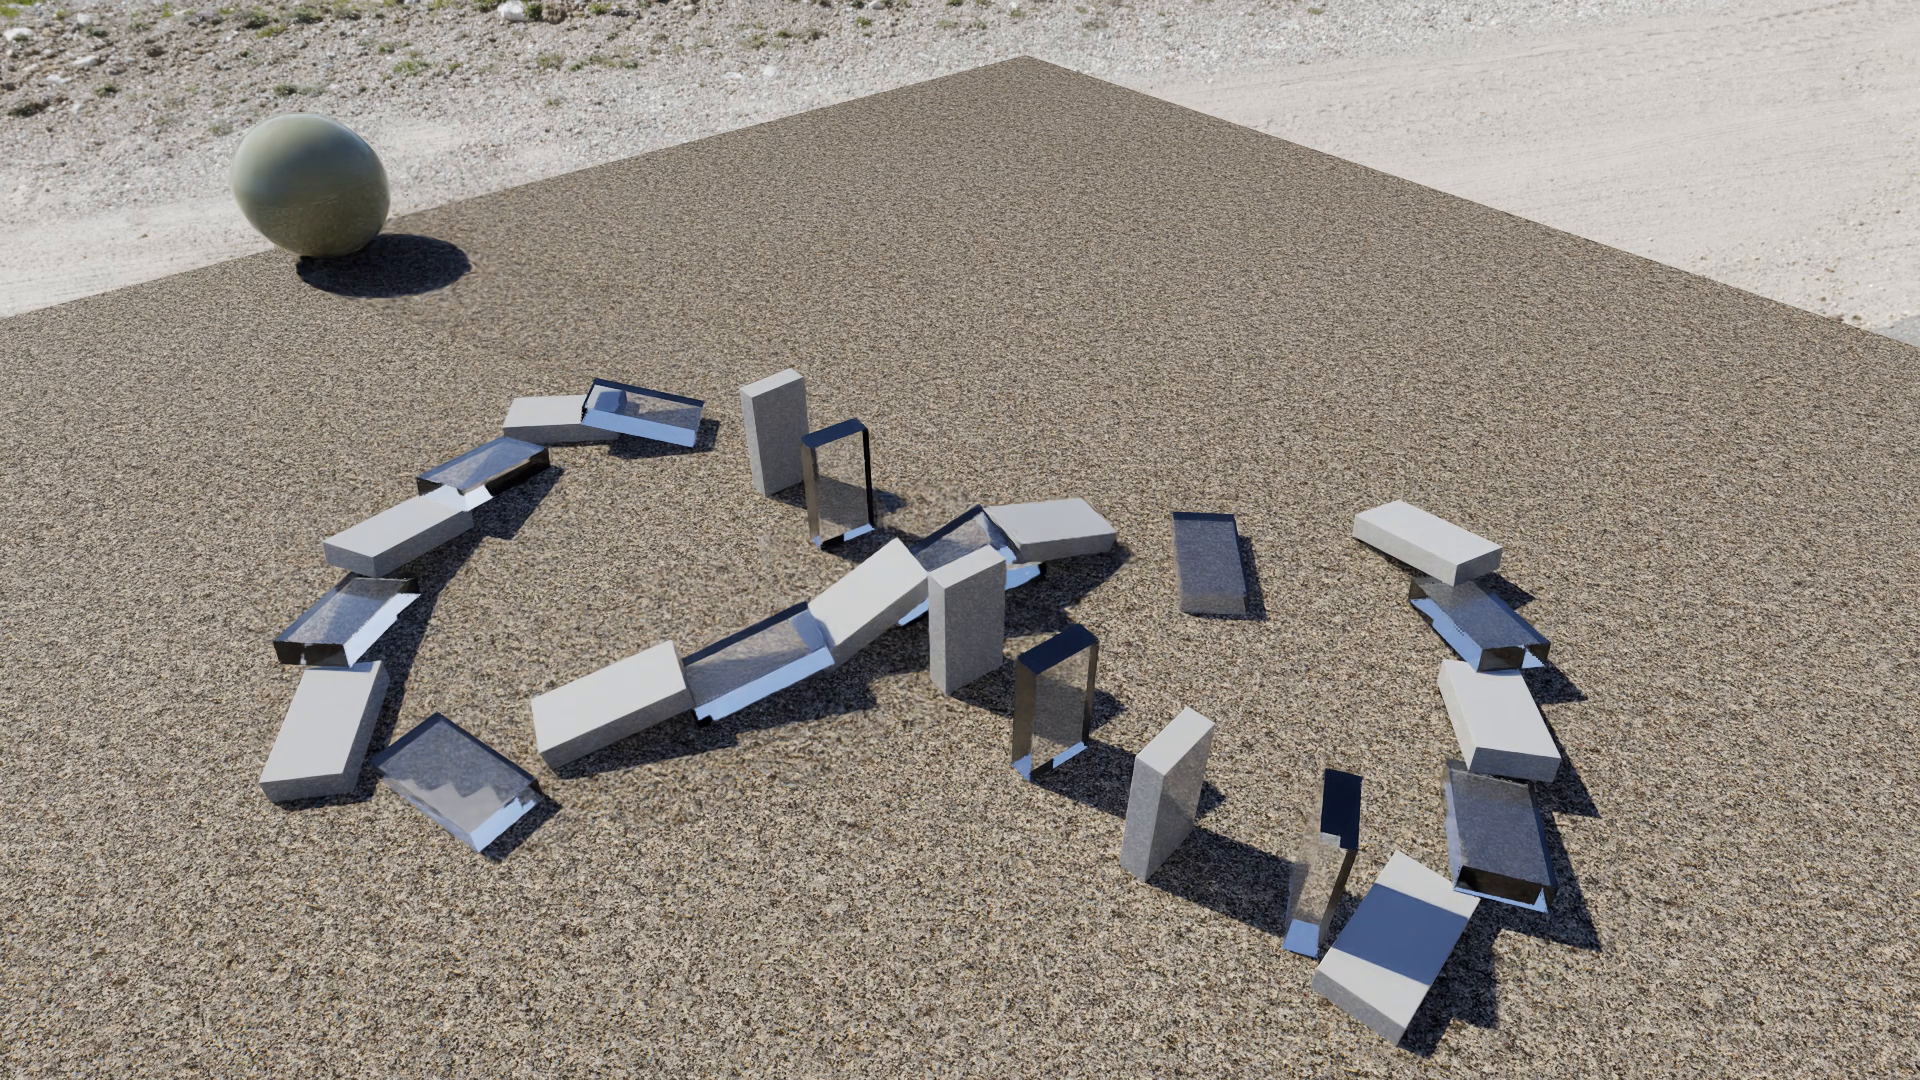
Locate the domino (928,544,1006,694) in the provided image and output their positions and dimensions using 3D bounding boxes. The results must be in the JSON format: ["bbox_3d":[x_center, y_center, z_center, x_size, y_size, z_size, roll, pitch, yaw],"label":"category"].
[{"bbox_3d":[0.002,0.028,0.377,0.025,0.050,0.009,-25,45,-27],"label":"domino"}]

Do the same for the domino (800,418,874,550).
[{"bbox_3d":[-0.048,-0.022,0.438,0.025,0.050,0.010,-23,45,-26],"label":"domino"}]

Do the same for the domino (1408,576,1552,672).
[{"bbox_3d":[0.187,0.029,0.400,0.025,0.010,0.050,-4,27,-5],"label":"domino"}]

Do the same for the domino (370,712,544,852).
[{"bbox_3d":[-0.160,0.076,0.350,0.050,0.009,0.025,23,45,26],"label":"domino"}]

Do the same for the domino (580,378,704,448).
[{"bbox_3d":[-0.145,-0.059,0.505,0.050,0.009,0.025,11,38,-10],"label":"domino"}]

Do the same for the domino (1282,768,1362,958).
[{"bbox_3d":[0.099,0.089,0.302,0.009,0.050,0.025,12,41,14],"label":"domino"}]

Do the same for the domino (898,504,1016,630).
[{"bbox_3d":[-0.007,0.010,0.411,0.050,0.010,0.025,-32,47,-5],"label":"domino"}]

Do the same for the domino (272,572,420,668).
[{"bbox_3d":[-0.222,0.028,0.402,0.025,0.010,0.050,2,28,3],"label":"domino"}]

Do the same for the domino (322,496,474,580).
[{"bbox_3d":[-0.223,-0.003,0.438,0.025,0.010,0.050,14,29,17],"label":"domino"}]

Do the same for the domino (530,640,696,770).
[{"bbox_3d":[-0.116,0.055,0.369,0.050,0.010,0.025,-24,44,-10],"label":"domino"}]

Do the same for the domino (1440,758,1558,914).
[{"bbox_3d":[0.160,0.087,0.329,0.025,0.010,0.050,11,29,13],"label":"domino"}]

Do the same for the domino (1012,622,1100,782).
[{"bbox_3d":[0.030,0.052,0.348,0.025,0.050,0.010,-25,46,-27],"label":"domino"}]

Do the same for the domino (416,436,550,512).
[{"bbox_3d":[-0.203,-0.029,0.471,0.025,0.009,0.050,14,30,17],"label":"domino"}]

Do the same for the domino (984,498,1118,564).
[{"bbox_3d":[0.035,-0.004,0.436,0.050,0.010,0.025,-7,40,-36],"label":"domino"}]

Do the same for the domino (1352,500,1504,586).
[{"bbox_3d":[0.184,0.000,0.434,0.025,0.009,0.050,-17,31,-23],"label":"domino"}]

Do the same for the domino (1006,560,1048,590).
[{"bbox_3d":[0.006,0.010,0.432,0.050,0.010,0.025,-12,41,-14],"label":"domino"}]

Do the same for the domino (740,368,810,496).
[{"bbox_3d":[-0.077,-0.045,0.467,0.025,0.050,0.009,-28,47,-30],"label":"domino"}]

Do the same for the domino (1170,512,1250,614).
[{"bbox_3d":[0.098,0.008,0.433,0.025,0.010,0.050,3,39,3],"label":"domino"}]

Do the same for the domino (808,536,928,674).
[{"bbox_3d":[-0.035,0.023,0.399,0.050,0.009,0.025,-37,48,-5],"label":"domino"}]

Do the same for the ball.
[{"bbox_3d":[-0.375,-0.205,0.638,0.080,0.080,0.080,0,39,0],"label":"ball"}]

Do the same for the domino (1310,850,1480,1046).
[{"bbox_3d":[0.122,0.112,0.307,0.025,0.010,0.050,29,48,31],"label":"domino"}]

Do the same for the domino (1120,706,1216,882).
[{"bbox_3d":[0.060,0.075,0.320,0.009,0.050,0.025,30,48,32],"label":"domino"}]

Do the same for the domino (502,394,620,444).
[{"bbox_3d":[-0.184,-0.057,0.513,0.050,0.009,0.025,-3,39,-4],"label":"domino"}]

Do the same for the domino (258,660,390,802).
[{"bbox_3d":[-0.211,0.063,0.367,0.025,0.009,0.050,-6,40,-7],"label":"domino"}]

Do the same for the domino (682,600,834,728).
[{"bbox_3d":[-0.072,0.043,0.382,0.050,0.010,0.025,-25,44,-8],"label":"domino"}]

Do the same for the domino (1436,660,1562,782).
[{"bbox_3d":[0.177,0.059,0.364,0.025,0.009,0.050,7,28,8],"label":"domino"}]
